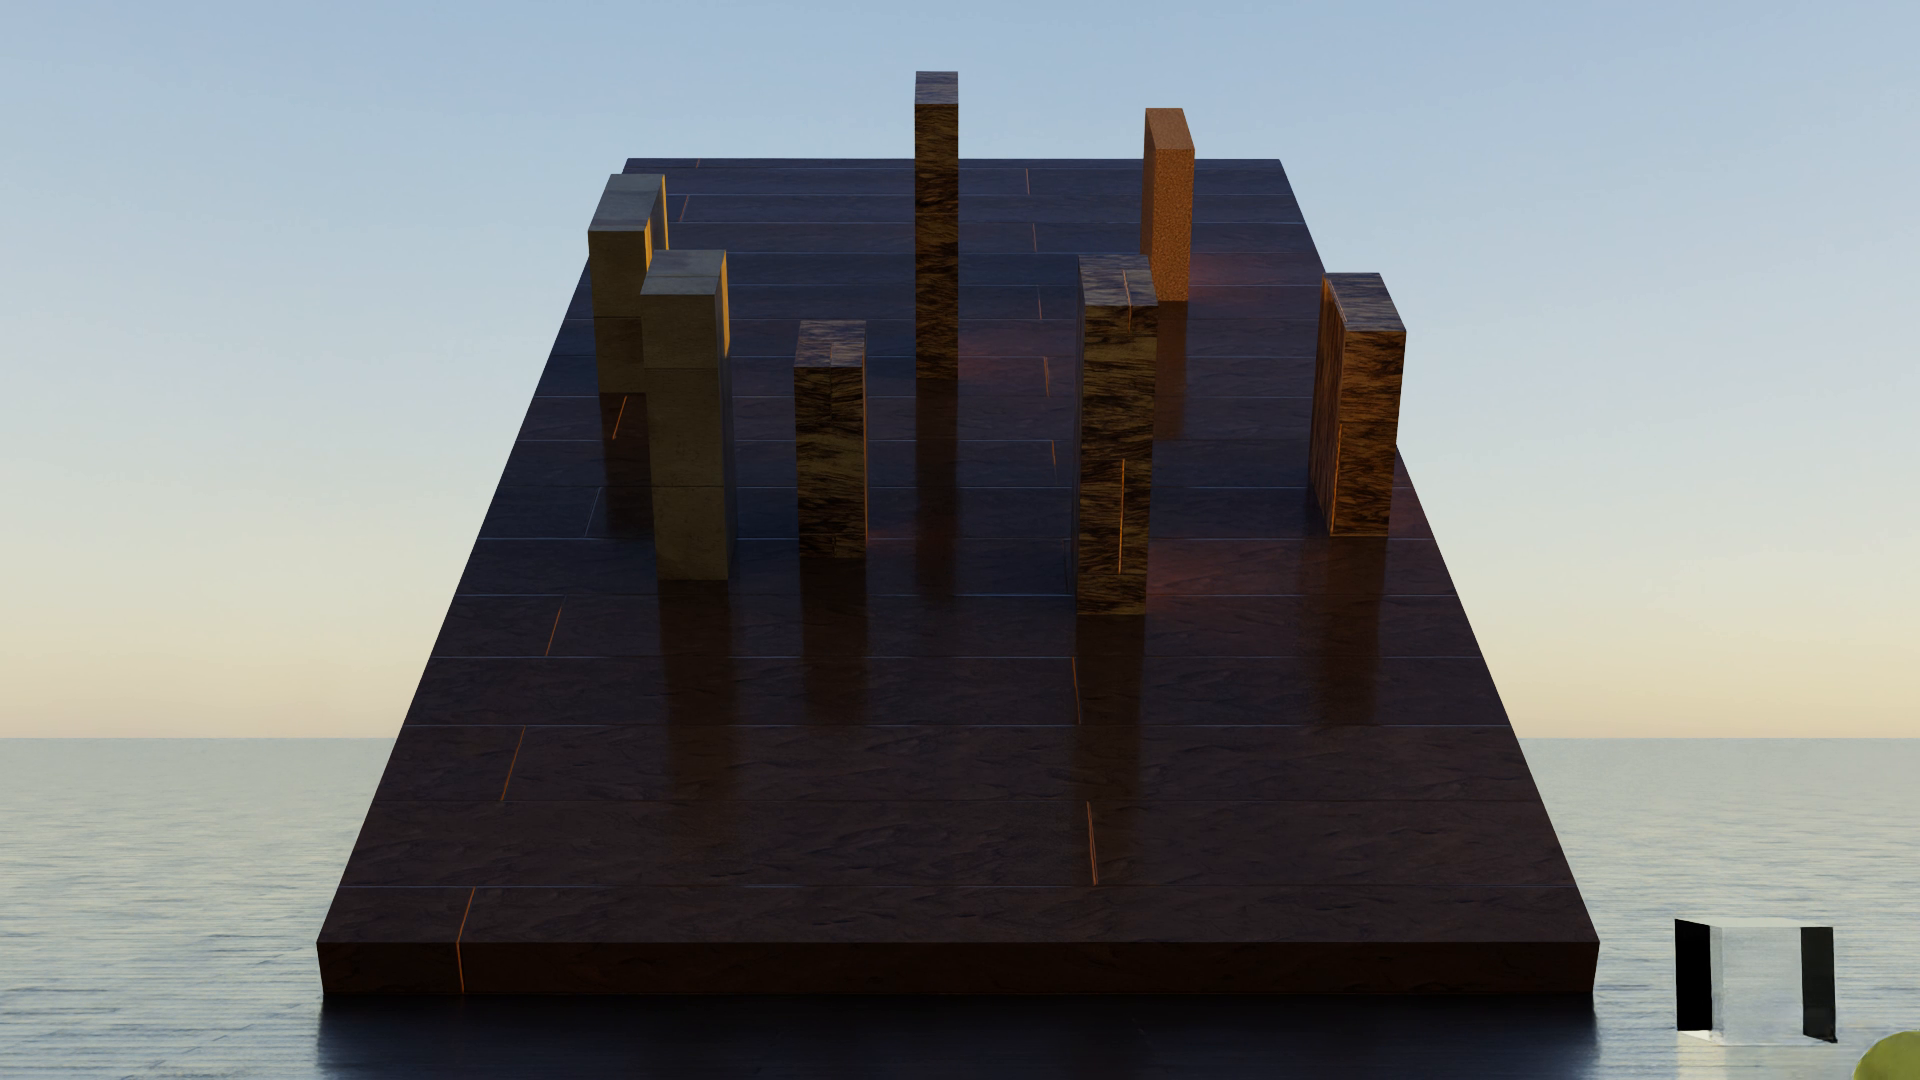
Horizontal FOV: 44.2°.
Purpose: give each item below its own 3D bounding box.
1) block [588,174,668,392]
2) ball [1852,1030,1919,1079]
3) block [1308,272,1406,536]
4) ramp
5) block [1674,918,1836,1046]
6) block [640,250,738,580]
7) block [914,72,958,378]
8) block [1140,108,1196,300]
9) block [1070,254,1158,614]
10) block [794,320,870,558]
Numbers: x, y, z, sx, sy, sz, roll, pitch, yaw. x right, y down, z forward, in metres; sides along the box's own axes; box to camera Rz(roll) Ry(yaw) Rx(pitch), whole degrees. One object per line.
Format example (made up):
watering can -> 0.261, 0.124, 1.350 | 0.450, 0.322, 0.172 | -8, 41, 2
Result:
block -> -0.793, -0.626, 5.723 | 0.132, 0.403, 0.423 | 0, 27, 0
ball -> 0.919, 0.533, 2.259 | 0.128, 0.128, 0.128 | 0, -5, 0
block -> 0.834, -0.290, 5.001 | 0.121, 0.459, 0.339 | 0, 27, 0
ramp -> -0.010, -0.227, 5.495 | 2.000, 0.100, 4.000 | 0, 27, 0
block -> 1.076, 0.596, 3.208 | 0.154, 0.154, 0.154 | 0, -5, -6
block -> -0.538, -0.249, 4.744 | 0.142, 0.611, 0.250 | 0, 27, 0
block -> -0.055, -0.753, 5.674 | 0.101, 0.679, 0.276 | 0, 27, 0
block -> 0.545, -0.889, 6.248 | 0.099, 0.409, 0.365 | 0, 27, 0
block -> 0.297, -0.204, 4.620 | 0.134, 0.646, 0.274 | 0, 27, 0
block -> -0.262, -0.209, 4.875 | 0.135, 0.422, 0.249 | 0, 27, 0
